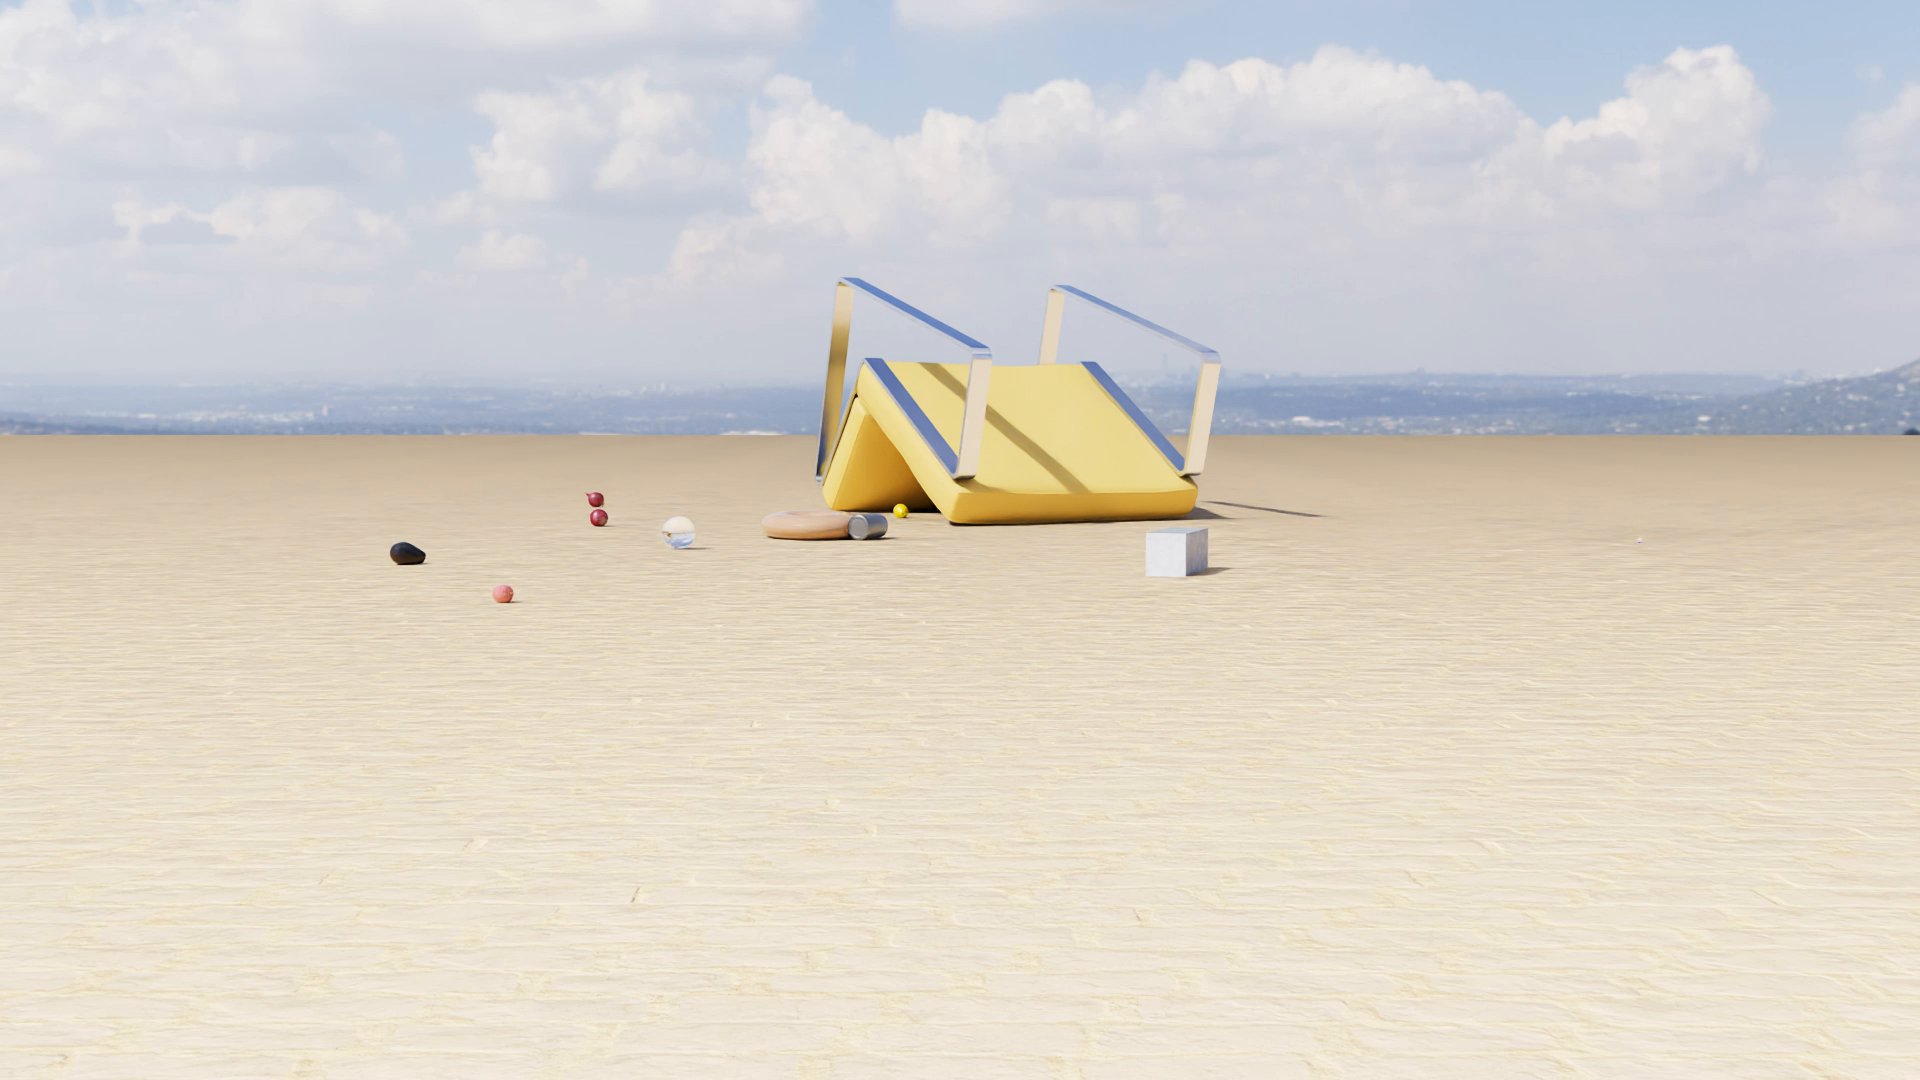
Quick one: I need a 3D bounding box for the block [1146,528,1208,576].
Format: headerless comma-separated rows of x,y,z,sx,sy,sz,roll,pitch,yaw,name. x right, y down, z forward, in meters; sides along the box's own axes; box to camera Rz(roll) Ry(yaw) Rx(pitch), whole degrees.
0.533,0.028,5.389,0.098,0.103,0.238,1,4,19,block

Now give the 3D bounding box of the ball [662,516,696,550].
-0.789,-0.022,6.169,0.095,0.095,0.095,0,4,0,ball

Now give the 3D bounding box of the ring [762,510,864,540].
-0.449,-0.045,6.677,0.305,0.074,0.386,-2,5,-18,ring
